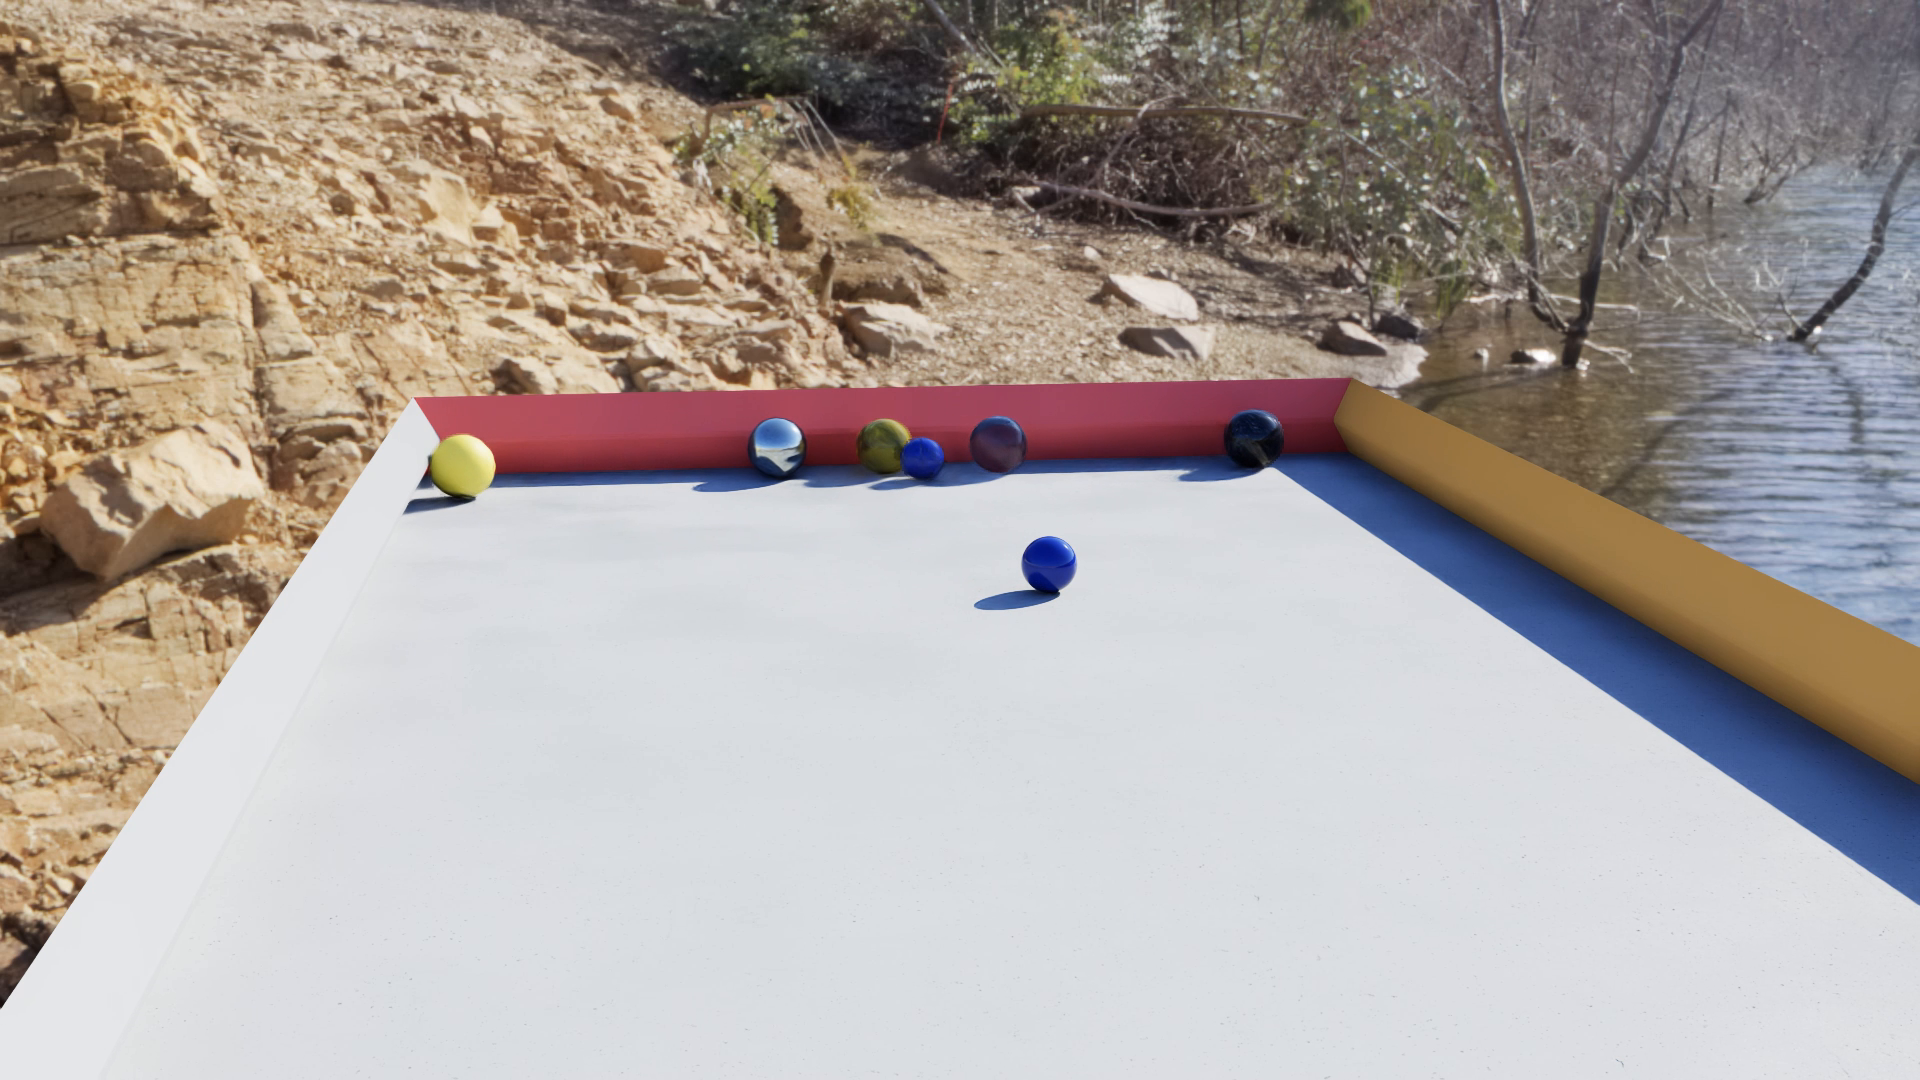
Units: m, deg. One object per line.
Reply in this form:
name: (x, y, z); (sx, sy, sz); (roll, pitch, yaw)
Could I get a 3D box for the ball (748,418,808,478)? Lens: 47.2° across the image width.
ball: (-0.295, -0.150, 3.555); (0.097, 0.097, 0.097); (0, 13, 0)

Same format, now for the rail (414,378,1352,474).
rail: (-0.104, -0.186, 3.646); (1.572, 0.127, 0.045); (-2, 13, -8)

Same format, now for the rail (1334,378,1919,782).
rail: (0.862, 0.128, 2.251); (0.045, 0.127, 3.142); (-2, 13, -8)

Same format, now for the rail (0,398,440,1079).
rail: (-0.649, 0.174, 2.049); (0.045, 0.127, 3.142); (-2, 13, -8)

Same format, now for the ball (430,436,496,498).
ball: (-0.766, -0.112, 3.389); (0.098, 0.098, 0.098); (0, 13, 0)

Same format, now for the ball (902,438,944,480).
ball: (-0.060, -0.131, 3.539); (0.068, 0.068, 0.068); (0, 13, 0)

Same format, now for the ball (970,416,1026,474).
ball: (0.062, -0.156, 3.592); (0.094, 0.094, 0.094); (0, 13, 0)

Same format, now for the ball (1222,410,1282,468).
ball: (0.483, -0.168, 3.637); (0.097, 0.097, 0.097); (0, 13, 0)

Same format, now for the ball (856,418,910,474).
ball: (-0.125, -0.153, 3.583); (0.091, 0.091, 0.091); (0, 13, 0)

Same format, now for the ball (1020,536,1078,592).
ball: (0.114, 0.031, 2.809); (0.073, 0.073, 0.073); (0, 13, 0)
